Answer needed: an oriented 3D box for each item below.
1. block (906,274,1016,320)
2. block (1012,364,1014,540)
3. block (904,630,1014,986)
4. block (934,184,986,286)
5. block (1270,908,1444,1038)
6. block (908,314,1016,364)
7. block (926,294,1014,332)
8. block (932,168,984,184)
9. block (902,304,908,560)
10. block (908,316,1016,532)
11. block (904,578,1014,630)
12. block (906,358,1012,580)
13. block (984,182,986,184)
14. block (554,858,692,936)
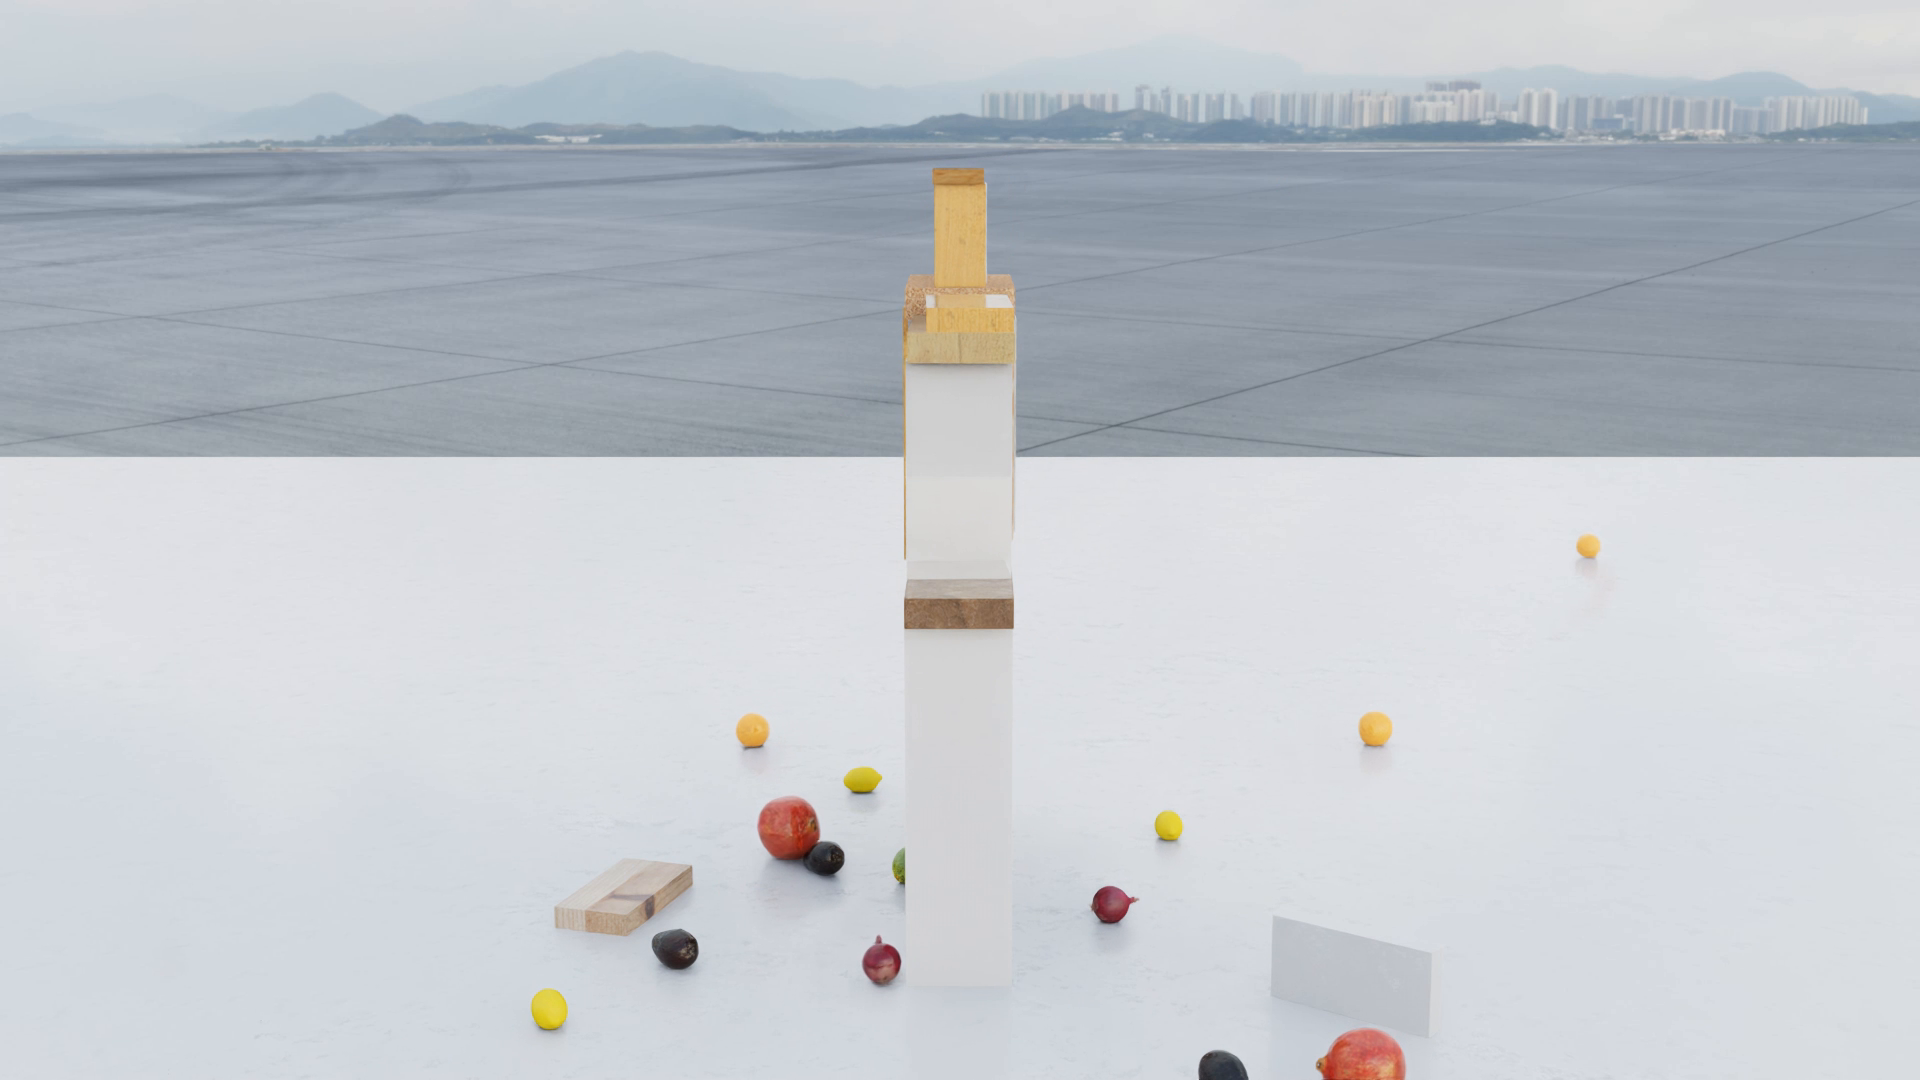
[{"bbox_3d":[0.000,-0.405,3.650,0.174,0.049,0.347,0,10,0],"label":"block"},{"bbox_3d":[0.006,-0.156,3.493,0.156,0.311,0.044,5,11,27],"label":"block"},{"bbox_3d":[-0.002,0.389,3.242,0.157,0.551,0.044,0,11,0],"label":"block"},{"bbox_3d":[0.000,-0.485,3.501,0.081,0.162,0.023,0,8,-2],"label":"block"},{"bbox_3d":[0.568,0.620,3.161,0.252,0.126,0.036,8,13,36],"label":"block"},{"bbox_3d":[0.003,-0.306,3.327,0.156,0.044,0.311,0,11,1],"label":"block"},{"bbox_3d":[0.012,-0.340,3.296,0.126,0.036,0.252,0,11,-1],"label":"block"},{"bbox_3d":[-0.002,-0.587,3.543,0.081,0.023,0.162,0,10,0],"label":"block"},{"bbox_3d":[-0.009,-0.185,3.807,0.174,0.440,0.049,1,11,4],"label":"block"},{"bbox_3d":[0.004,-0.188,3.569,0.174,0.347,0.049,0,10,1],"label":"block"},{"bbox_3d":[0.000,0.077,3.291,0.157,0.044,0.314,0,11,0],"label":"block"},{"bbox_3d":[-0.002,-0.106,3.261,0.156,0.325,0.044,0,11,-2],"label":"block"},{"bbox_3d":[0.003,-0.505,3.608,0.081,0.162,0.023,0,9,-2],"label":"block"},{"bbox_3d":[-0.549,0.583,3.607,0.126,0.036,0.252,3,11,17],"label":"block"}]
